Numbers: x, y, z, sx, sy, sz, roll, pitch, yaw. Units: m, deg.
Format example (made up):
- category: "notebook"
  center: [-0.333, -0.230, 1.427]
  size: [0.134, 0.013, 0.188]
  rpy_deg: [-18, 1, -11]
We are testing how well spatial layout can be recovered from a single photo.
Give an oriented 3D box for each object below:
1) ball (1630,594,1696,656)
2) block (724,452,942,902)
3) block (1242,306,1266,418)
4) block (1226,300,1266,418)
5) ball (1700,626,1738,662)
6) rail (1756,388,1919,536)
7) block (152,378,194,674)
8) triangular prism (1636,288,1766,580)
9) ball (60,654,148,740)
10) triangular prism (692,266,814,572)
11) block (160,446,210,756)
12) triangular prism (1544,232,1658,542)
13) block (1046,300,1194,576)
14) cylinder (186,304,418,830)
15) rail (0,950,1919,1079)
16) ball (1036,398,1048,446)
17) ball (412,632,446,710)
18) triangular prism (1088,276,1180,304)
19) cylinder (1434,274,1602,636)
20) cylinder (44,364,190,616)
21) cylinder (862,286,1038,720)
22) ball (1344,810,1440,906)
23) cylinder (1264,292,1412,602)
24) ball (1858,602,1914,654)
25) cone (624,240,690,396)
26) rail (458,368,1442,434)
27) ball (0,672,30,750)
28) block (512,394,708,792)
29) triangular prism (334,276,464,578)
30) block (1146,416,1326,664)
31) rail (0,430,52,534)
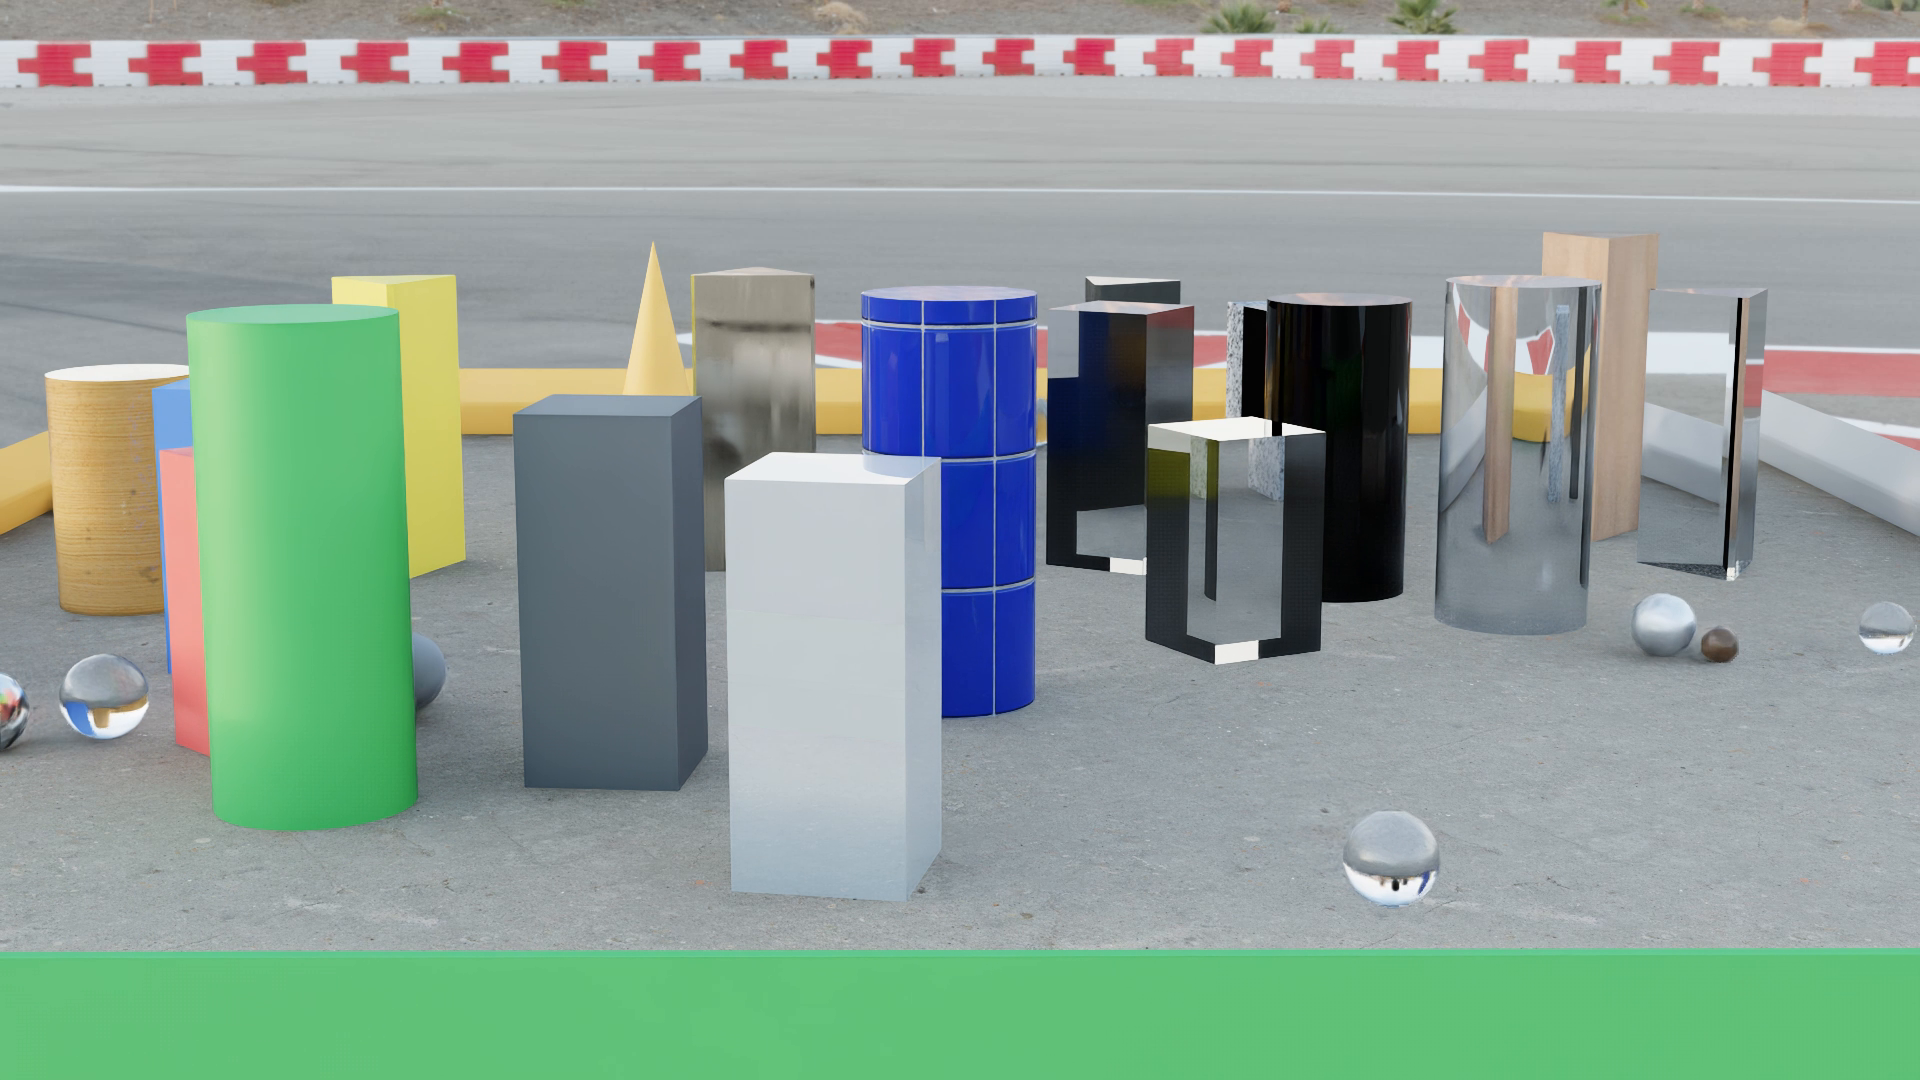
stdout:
- category: "ball"
  center: [0.878, 0.106, 3.203]
  size: [0.078, 0.078, 0.078]
  rpy_deg: [0, 10, 0]
- category: "block"
  center: [-0.111, 0.119, 2.322]
  size: [0.160, 0.373, 0.160]
  rpy_deg: [2, 11, 11]
- category: "block"
  center: [0.556, -0.195, 4.095]
  size: [0.160, 0.347, 0.160]
  rpy_deg: [-4, 11, -19]
- category: "block"
  center: [0.565, -0.250, 4.468]
  size: [0.160, 0.319, 0.160]
  rpy_deg: [-2, 11, -12]
- category: "ball"
  center: [0.938, 0.129, 3.170]
  size: [0.045, 0.045, 0.045]
  rpy_deg: [0, 10, 0]
- category: "rail"
  center: [1.485, 0.032, 3.457]
  size: [0.045, 0.130, 3.432]
  rpy_deg: [0, 10, 0]
- category: "block"
  center: [-0.873, -0.022, 3.153]
  size: [0.160, 0.348, 0.160]
  rpy_deg: [1, 11, 6]
- category: "triangular prism"
  center: [1.117, -0.161, 3.751]
  size: [0.150, 0.405, 0.173]
  rpy_deg: [-7, 13, -34]
- category: "ball"
  center: [-0.937, 0.171, 2.808]
  size: [0.093, 0.093, 0.093]
  rpy_deg: [0, 10, 0]
- category: "triangular prism"
  center: [-0.299, -0.181, 3.783]
  size: [0.173, 0.431, 0.150]
  rpy_deg: [0, 10, -2]
- category: "block"
  center: [-0.741, 0.063, 2.763]
  size: [0.160, 0.322, 0.160]
  rpy_deg: [-10, 14, -43]
- category: "triangular prism"
  center: [0.981, -0.248, 4.050]
  size: [0.150, 0.468, 0.173]
  rpy_deg: [9, 14, 41]
- category: "block"
  center: [0.237, -0.155, 3.789]
  size: [0.160, 0.378, 0.160]
  rpy_deg: [6, 12, 30]
- category: "cylinder"
  center: [-0.645, 0.021, 2.529]
  size: [0.200, 0.490, 0.200]
  rpy_deg: [0, 10, 0]
- category: "rail"
  center: [0.010, 0.341, 1.785]
  size: [3.018, 0.130, 0.045]
  rpy_deg: [0, 10, 0]
- category: "ball"
  center: [0.147, -0.229, 4.976]
  size: [0.093, 0.093, 0.093]
  rpy_deg: [0, 10, 0]
- category: "ball"
  center: [-0.633, 0.150, 2.933]
  size: [0.090, 0.090, 0.090]
  rpy_deg: [0, 10, 0]
- category: "triangular prism"
  center: [0.259, -0.259, 4.377]
  size: [0.173, 0.370, 0.150]
  rpy_deg: [-7, 12, -32]
- category: "cylinder"
  center: [0.734, -0.116, 3.381]
  size: [0.200, 0.450, 0.200]
  rpy_deg: [0, 10, 0]
- category: "cylinder"
  center: [-1.136, -0.072, 3.507]
  size: [0.200, 0.317, 0.200]
  rpy_deg: [0, 10, 0]
- category: "cylinder"
  center: [-0.012, -0.048, 2.951]
  size: [0.200, 0.472, 0.200]
  rpy_deg: [0, 10, 0]
- category: "ball"
  center: [0.379, 0.279, 2.250]
  size: [0.085, 0.085, 0.085]
  rpy_deg: [0, 10, 0]
- category: "cylinder"
  center: [0.525, -0.133, 3.586]
  size: [0.200, 0.408, 0.200]
  rpy_deg: [0, 10, 0]
- category: "ball"
  center: [1.160, 0.110, 3.212]
  size: [0.066, 0.066, 0.066]
  rpy_deg: [0, 10, 0]
- category: "cone"
  center: [-0.486, -0.252, 4.106]
  size: [0.200, 0.454, 0.200]
  rpy_deg: [0, 10, 0]
- category: "rail"
  center: [-0.010, -0.274, 5.113]
  size: [3.018, 0.130, 0.045]
  rpy_deg: [0, 10, 0]
- category: "ball"
  center: [-1.046, 0.184, 2.750]
  size: [0.091, 0.091, 0.091]
  rpy_deg: [0, 10, 0]
- category: "block"
  center: [-0.358, 0.051, 2.659]
  size: [0.160, 0.385, 0.160]
  rpy_deg: [1, 11, 5]
- category: "triangular prism"
  center: [-0.799, -0.171, 3.754]
  size: [0.150, 0.424, 0.173]
  rpy_deg: [-9, 14, -39]
- category: "block"
  center: [0.346, -0.003, 3.242]
  size: [0.160, 0.279, 0.160]
  rpy_deg: [-6, 12, -28]
- category: "rail"
  center: [-1.485, 0.035, 3.440]
  size: [0.045, 0.130, 3.432]
  rpy_deg: [0, 10, 0]
